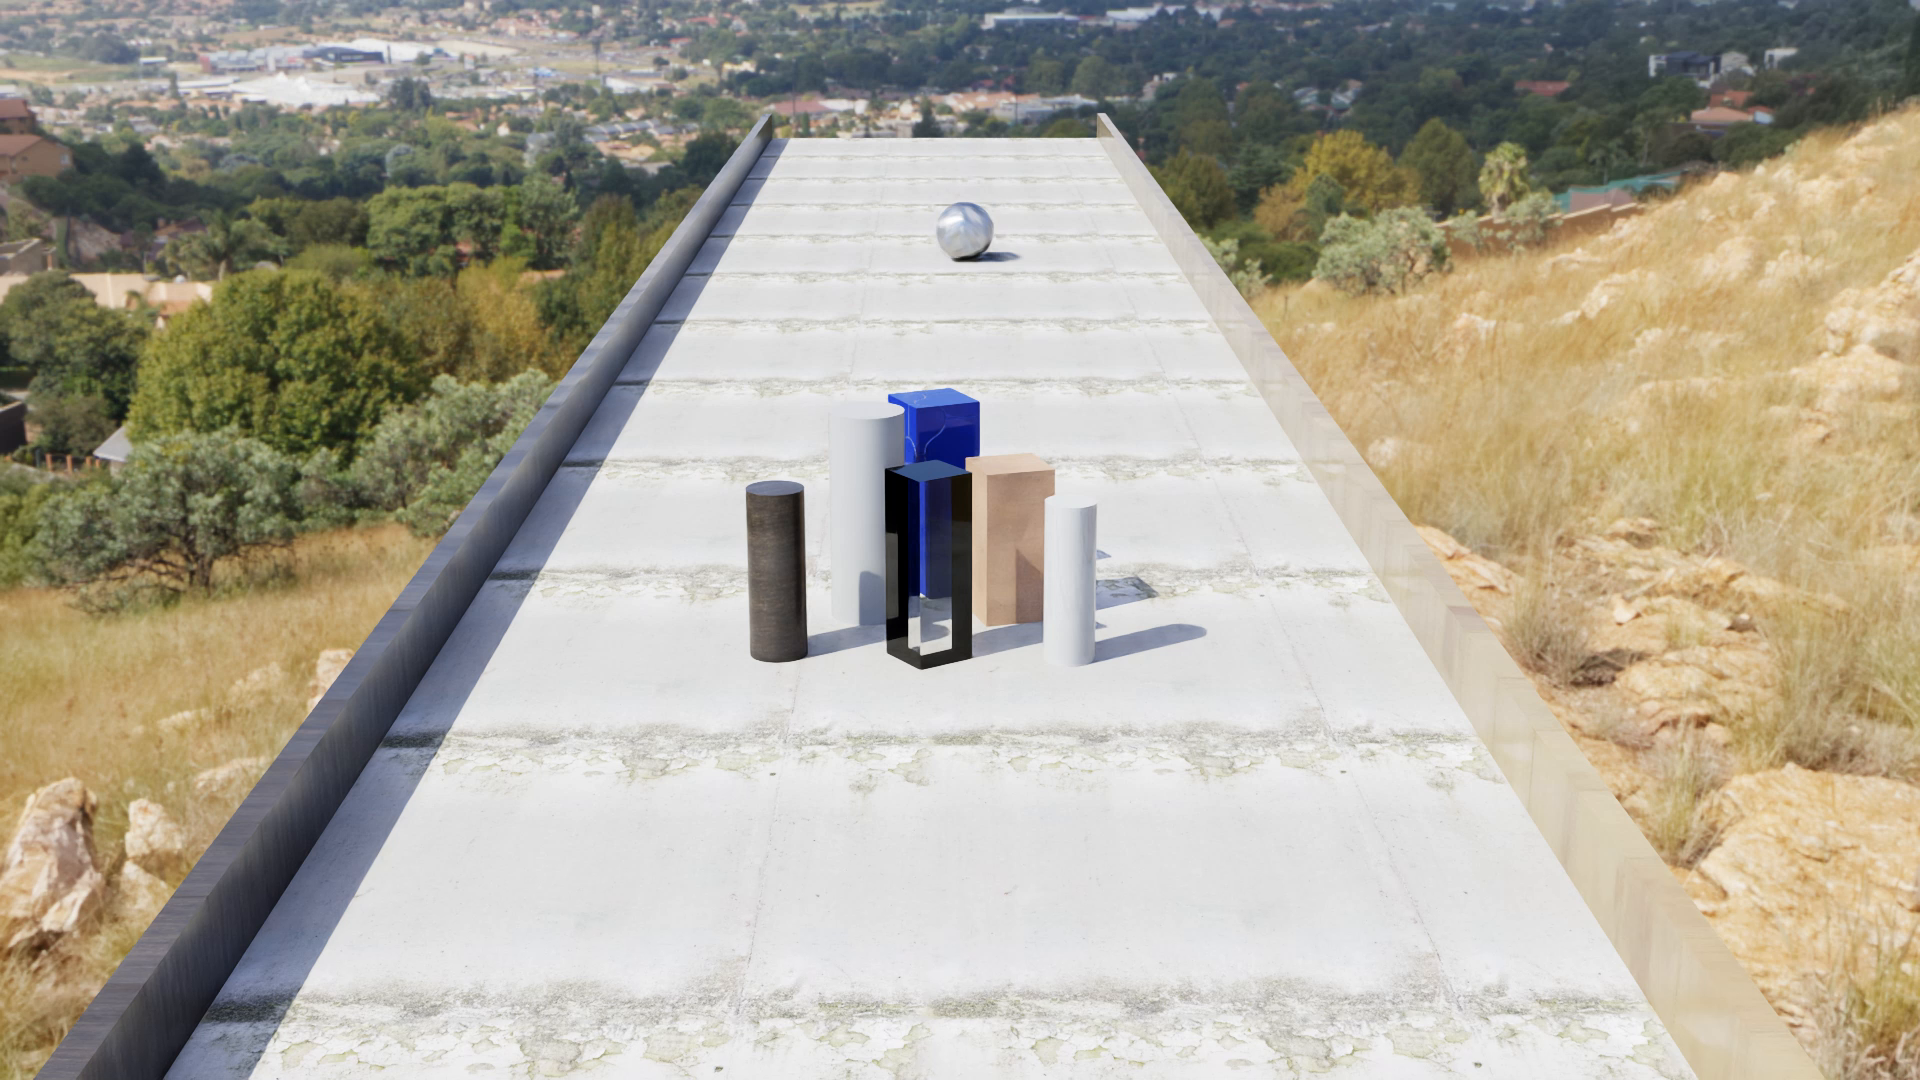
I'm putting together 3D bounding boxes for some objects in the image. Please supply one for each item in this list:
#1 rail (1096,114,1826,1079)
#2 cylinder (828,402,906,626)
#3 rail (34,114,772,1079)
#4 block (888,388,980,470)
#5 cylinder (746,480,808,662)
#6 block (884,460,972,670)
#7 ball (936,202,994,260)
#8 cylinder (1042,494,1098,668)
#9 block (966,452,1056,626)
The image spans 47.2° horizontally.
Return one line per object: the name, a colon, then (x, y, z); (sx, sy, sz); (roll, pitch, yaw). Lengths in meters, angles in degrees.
rail: (0.932, -0.844, 7.801); (0.050, 0.150, 12.000); (0, 17, -1)
cylinder: (-0.195, -0.057, 4.636); (0.160, 0.445, 0.160); (0, 17, 0)
rail: (-1.118, -0.838, 7.780); (0.050, 0.150, 12.000); (0, 17, -1)
block: (-0.058, -0.111, 4.867); (0.152, 0.417, 0.152); (-8, 18, -24)
cylinder: (-0.367, 0.063, 4.406); (0.118, 0.347, 0.118); (0, 17, 0)
block: (-0.062, 0.048, 4.385); (0.125, 0.387, 0.125); (-11, 20, -33)
ball: (0.020, -1.281, 9.110); (0.241, 0.241, 0.241); (0, 17, 0)
cylinder: (0.219, 0.081, 4.379); (0.104, 0.329, 0.104); (0, 17, 0)
block: (0.105, -0.002, 4.655); (0.149, 0.330, 0.149); (-5, 17, -16)
